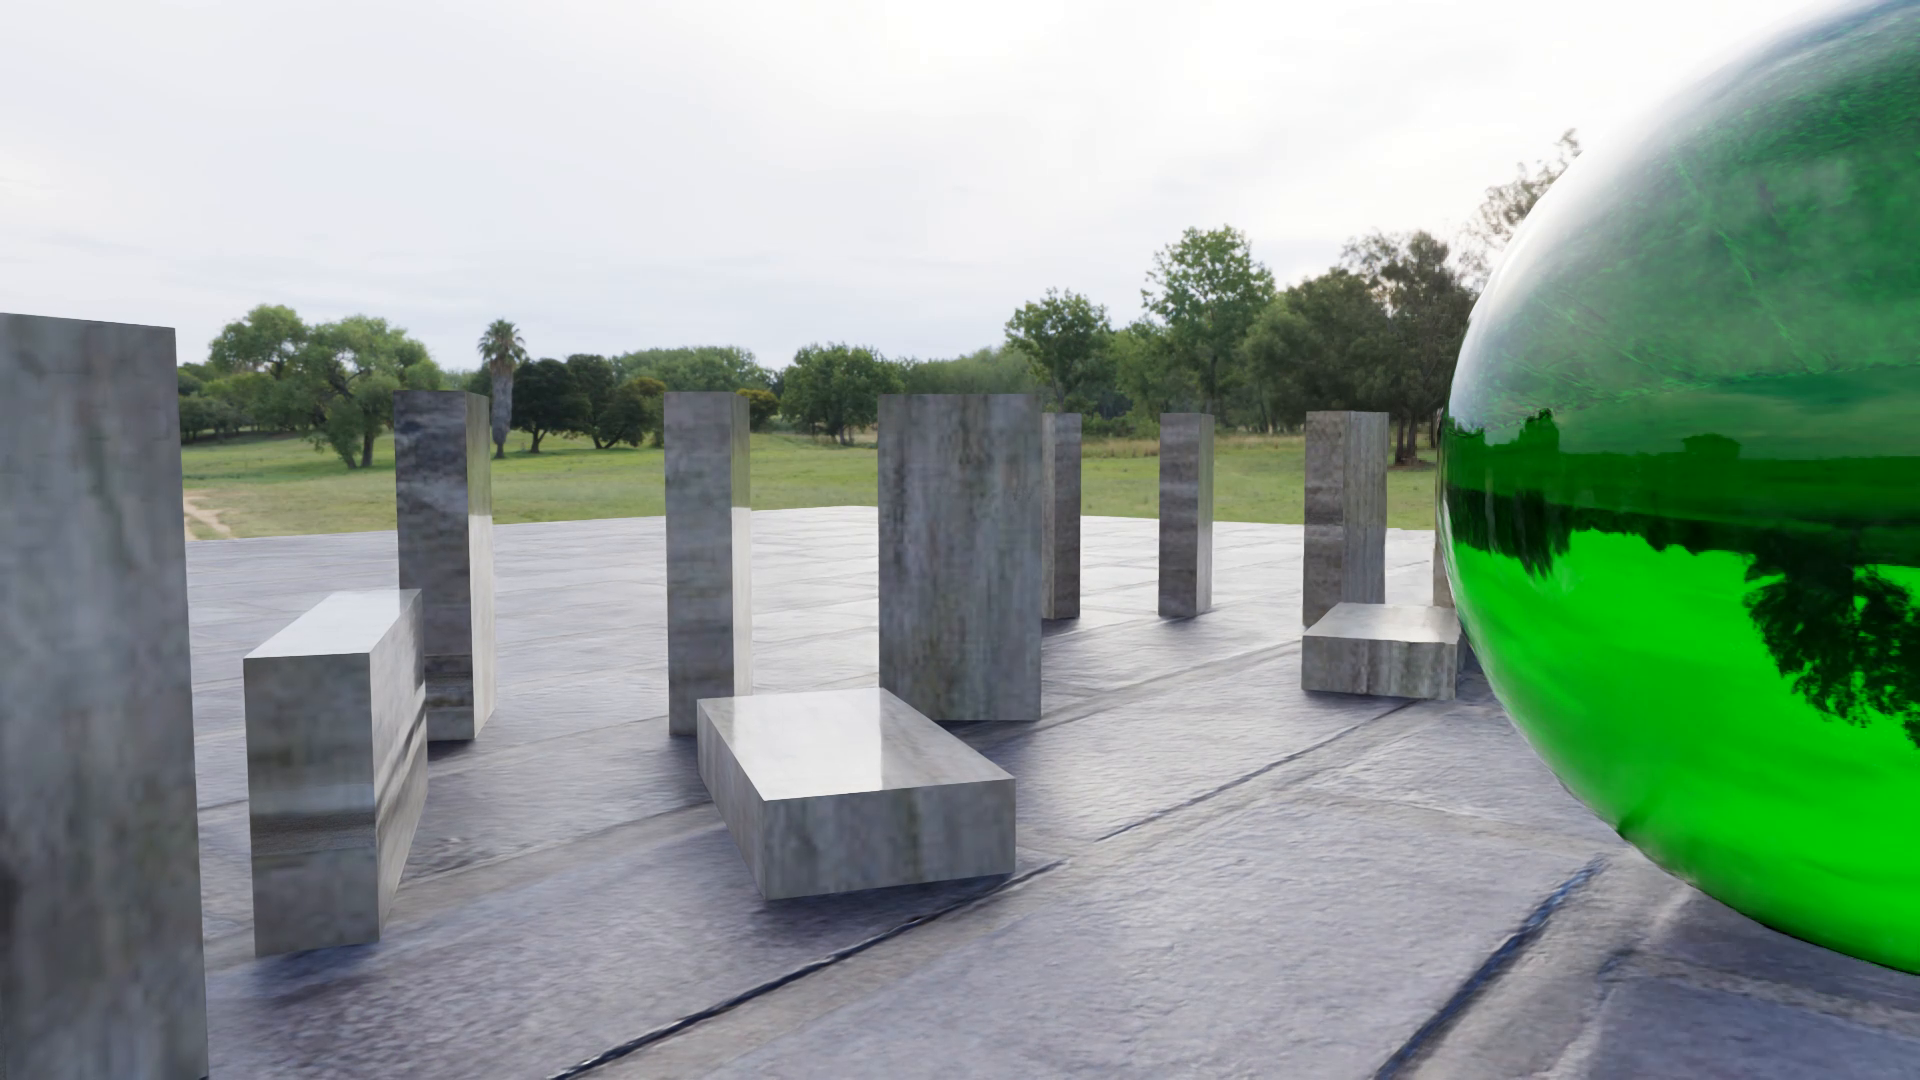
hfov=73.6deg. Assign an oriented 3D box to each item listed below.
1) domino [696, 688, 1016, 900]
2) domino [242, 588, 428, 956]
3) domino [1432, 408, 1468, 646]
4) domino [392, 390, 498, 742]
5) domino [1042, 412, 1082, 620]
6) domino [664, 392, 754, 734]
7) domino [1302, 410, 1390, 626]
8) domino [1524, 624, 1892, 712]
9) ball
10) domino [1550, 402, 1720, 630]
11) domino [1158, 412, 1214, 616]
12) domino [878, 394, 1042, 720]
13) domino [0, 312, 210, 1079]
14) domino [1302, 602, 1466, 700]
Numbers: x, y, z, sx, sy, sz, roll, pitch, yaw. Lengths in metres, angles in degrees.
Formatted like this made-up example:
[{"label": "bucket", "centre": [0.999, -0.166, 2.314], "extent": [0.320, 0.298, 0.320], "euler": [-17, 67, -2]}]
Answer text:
[{"label": "domino", "centre": [-0.014, 0.027, 0.147], "extent": [0.025, 0.009, 0.050], "euler": [-1, 5, -19]}, {"label": "domino", "centre": [-0.062, 0.020, 0.131], "extent": [0.010, 0.025, 0.050], "euler": [-1, 5, -18]}, {"label": "domino", "centre": [0.115, -0.003, 0.280], "extent": [0.025, 0.050, 0.010], "euler": [-3, 5, -33]}, {"label": "domino", "centre": [-0.077, 0.003, 0.195], "extent": [0.009, 0.050, 0.025], "euler": [-1, 4, -13]}, {"label": "domino", "centre": [0.018, -0.007, 0.322], "extent": [0.009, 0.050, 0.025], "euler": [-4, 6, -43]}, {"label": "domino", "centre": [-0.038, 0.003, 0.199], "extent": [0.010, 0.050, 0.025], "euler": [0, 4, -3]}, {"label": "domino", "centre": [0.092, -0.005, 0.306], "extent": [0.010, 0.050, 0.025], "euler": [4, 6, 40]}, {"label": "domino", "centre": [0.127, 0.021, 0.220], "extent": [0.050, 0.009, 0.025], "euler": [-1, 4, -10]}, {"label": "ball", "centre": [0.081, -0.005, 0.104], "extent": [0.080, 0.080, 0.080], "euler": [0, 4, 0]}, {"label": "domino", "centre": [0.126, -0.001, 0.241], "extent": [0.025, 0.050, 0.010], "euler": [1, 4, 9]}, {"label": "domino", "centre": [0.058, -0.007, 0.327], "extent": [0.009, 0.050, 0.025], "euler": [2, 5, 20]}, {"label": "domino", "centre": [0.000, 0.002, 0.201], "extent": [0.025, 0.050, 0.009], "euler": [0, 4, 0]}, {"label": "domino", "centre": [-0.060, 0.012, 0.075], "extent": [0.010, 0.050, 0.025], "euler": [2, 5, 22]}, {"label": "domino", "centre": [0.081, 0.020, 0.240], "extent": [0.025, 0.010, 0.050], "euler": [2, 5, 23]}]
